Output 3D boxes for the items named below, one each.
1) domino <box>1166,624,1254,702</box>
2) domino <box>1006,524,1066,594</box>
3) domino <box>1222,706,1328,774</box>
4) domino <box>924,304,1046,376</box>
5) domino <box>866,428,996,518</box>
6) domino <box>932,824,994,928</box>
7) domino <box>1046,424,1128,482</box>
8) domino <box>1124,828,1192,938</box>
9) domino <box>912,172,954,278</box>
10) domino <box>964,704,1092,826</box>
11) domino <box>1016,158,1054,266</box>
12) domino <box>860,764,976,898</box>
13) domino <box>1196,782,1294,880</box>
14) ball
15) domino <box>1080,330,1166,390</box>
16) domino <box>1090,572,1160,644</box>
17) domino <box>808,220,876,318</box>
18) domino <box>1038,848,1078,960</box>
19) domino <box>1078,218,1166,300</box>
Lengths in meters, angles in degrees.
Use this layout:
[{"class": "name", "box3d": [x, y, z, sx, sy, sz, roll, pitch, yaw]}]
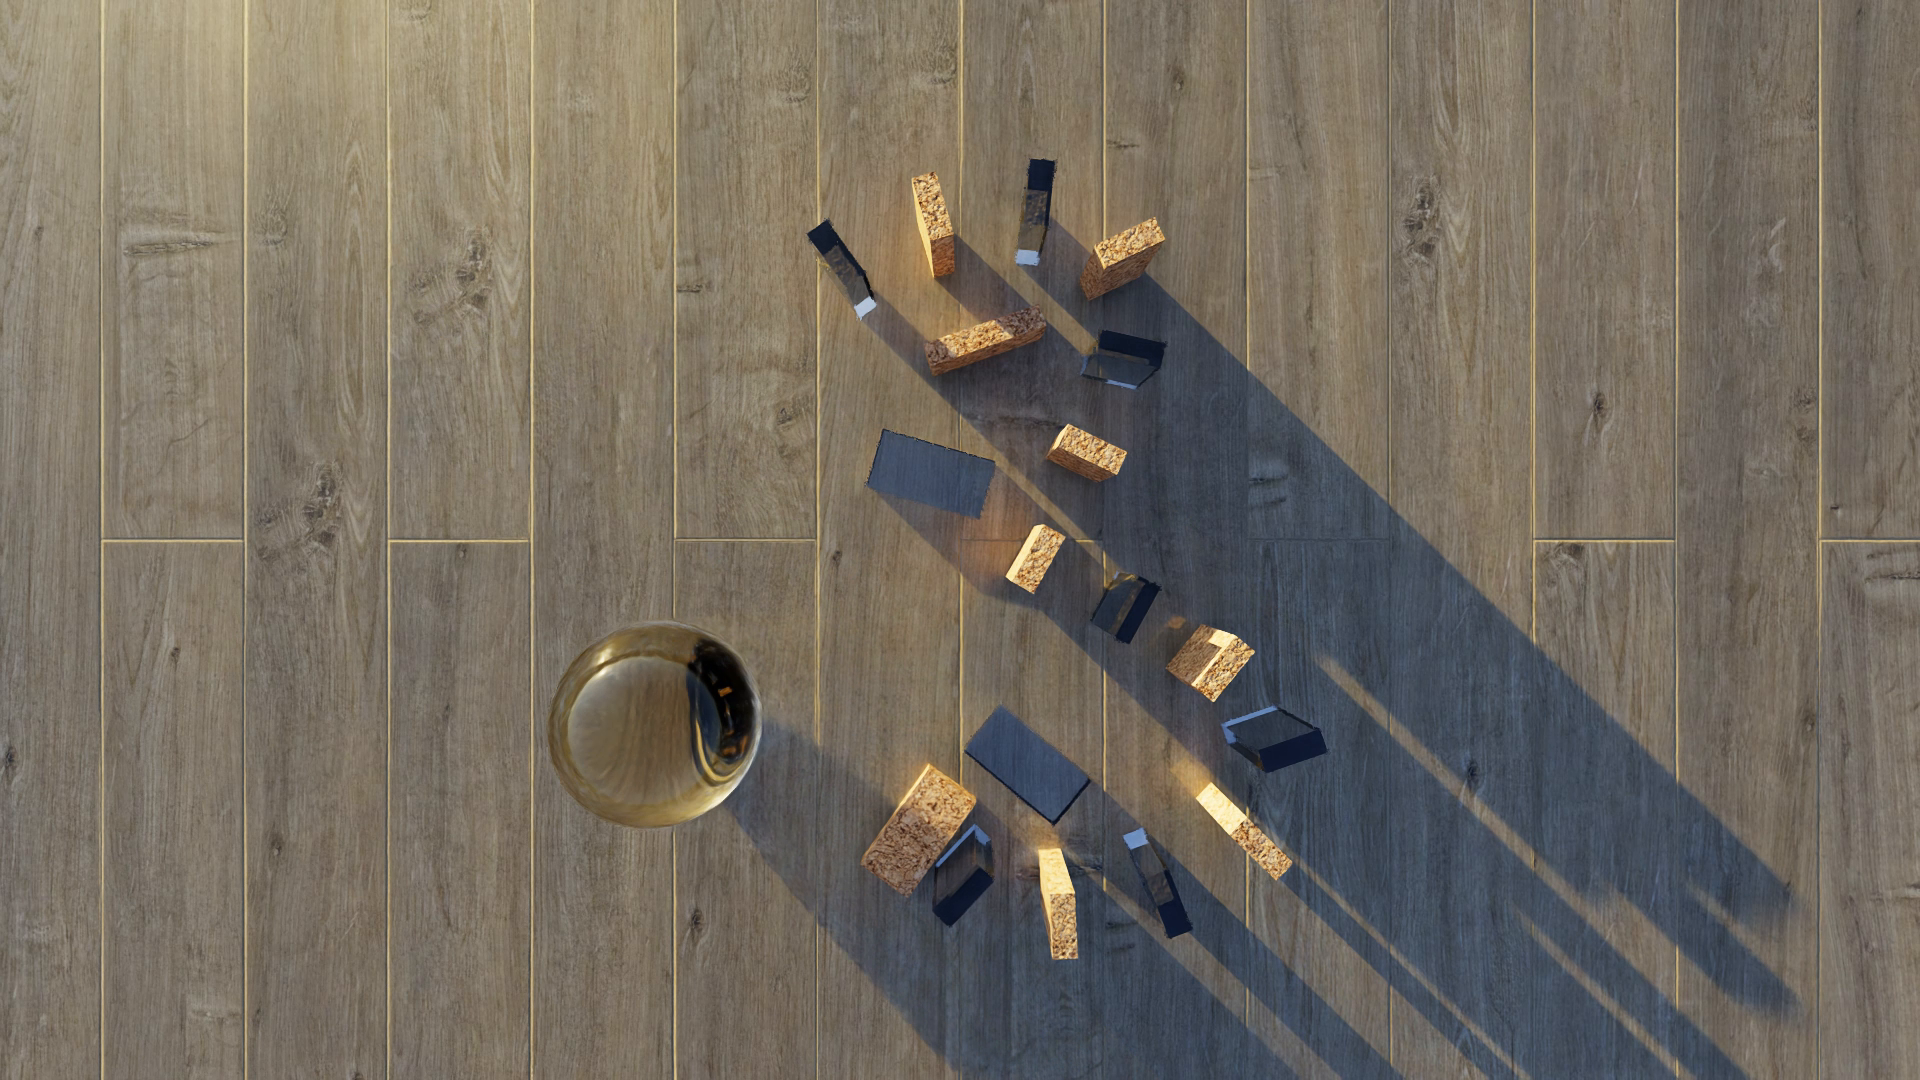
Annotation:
[{"class": "domino", "box3d": [0.101, 0.049, 0.375, 0.010, 0.050, 0.025, 39, 90, 0]}, {"class": "domino", "box3d": [0.030, 0.007, 0.375, 0.010, 0.050, 0.025, 29, 90, 0]}, {"class": "domino", "box3d": [0.127, 0.081, 0.375, 0.025, 0.050, 0.009, -19, 90, 0]}, {"class": "domino", "box3d": [0.010, -0.084, 0.388, 0.050, 0.025, 0.009, -19, 90, 0]}, {"class": "domino", "box3d": [-0.012, -0.029, 0.395, 0.050, 0.010, 0.025, 16, 90, 0]}, {"class": "domino", "box3d": [0.001, 0.136, 0.375, 0.010, 0.050, 0.025, 44, 90, 0]}, {"class": "domino", "box3d": [0.051, -0.035, 0.375, 0.025, 0.050, 0.010, 26, 90, 0]}, {"class": "domino", "box3d": [0.080, 0.139, 0.375, 0.010, 0.050, 0.025, -21, 90, 0]}, {"class": "domino", "box3d": [-0.010, -0.128, 0.375, 0.009, 0.050, 0.025, -16, 90, 0]}, {"class": "domino", "box3d": [0.029, 0.096, 0.395, 0.050, 0.010, 0.025, 39, 90, 0]}, {"class": "domino", "box3d": [0.030, -0.133, 0.375, 0.009, 0.050, 0.025, 6, 90, 0]}, {"class": "domino", "box3d": [-0.018, 0.125, 0.395, 0.025, 0.010, 0.050, 36, 90, 0]}, {"class": "domino", "box3d": [0.115, 0.118, 0.375, 0.025, 0.050, 0.009, 44, 90, 0]}, {"class": "ball", "box3d": [-0.118, 0.072, 0.360, 0.080, 0.080, 0.080, 0, 90, 0]}, {"class": "domino", "box3d": [0.066, -0.073, 0.375, 0.025, 0.050, 0.010, 13, 90, 0]}, {"class": "domino", "box3d": [0.067, 0.027, 0.375, 0.009, 0.050, 0.025, 29, 90, 0]}, {"class": "domino", "box3d": [-0.047, -0.110, 0.375, 0.010, 0.050, 0.025, -36, 90, 0]}, {"class": "domino", "box3d": [0.040, 0.148, 0.375, 0.009, 0.050, 0.025, -3, 90, 0]}, {"class": "domino", "box3d": [0.065, -0.114, 0.375, 0.025, 0.050, 0.010, -25, 90, 0]}]
